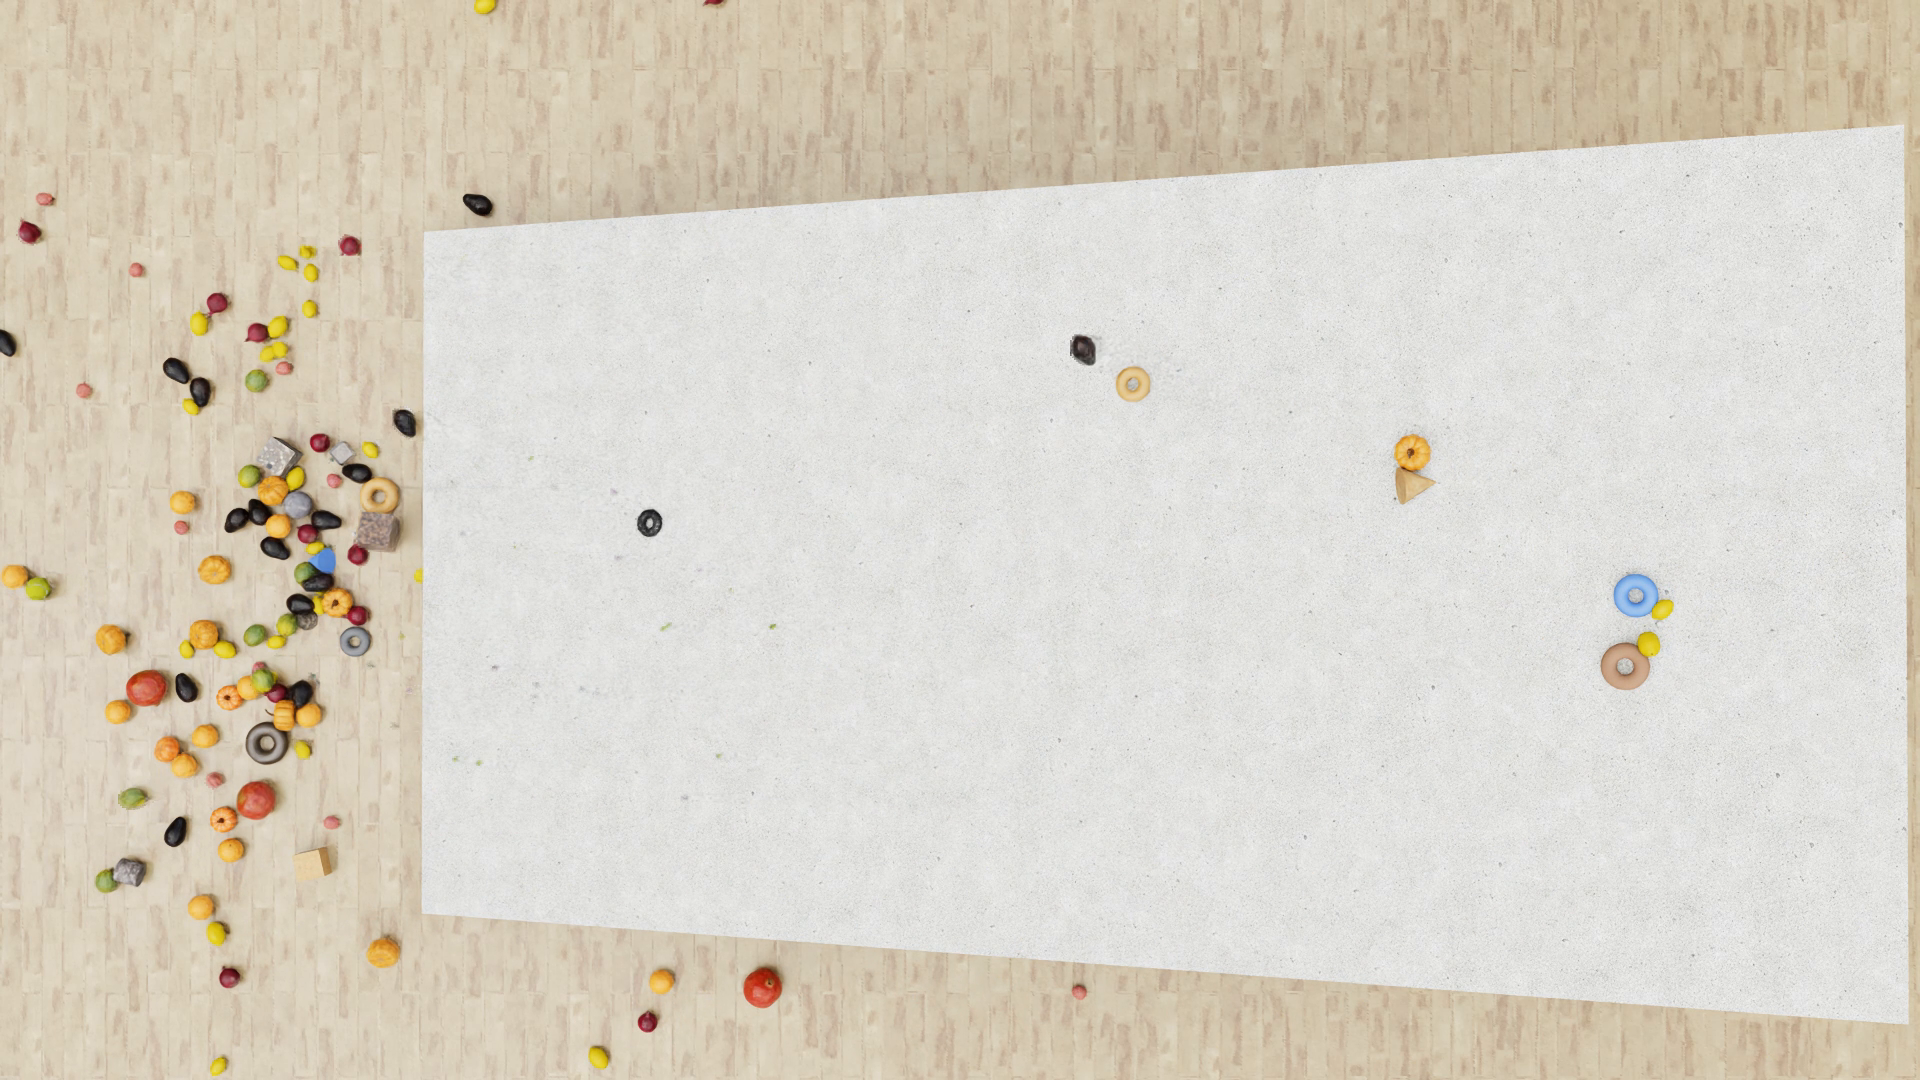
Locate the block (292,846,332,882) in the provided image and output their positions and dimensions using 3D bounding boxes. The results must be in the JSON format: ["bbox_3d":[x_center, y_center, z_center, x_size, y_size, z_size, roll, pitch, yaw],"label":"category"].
[{"bbox_3d":[-1.914,0.958,6.496,0.080,0.080,0.080,-13,89,0],"label":"block"}]

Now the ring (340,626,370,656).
[{"bbox_3d":[-1.797,0.302,6.529,0.091,0.030,0.091,0,88,-1],"label":"ring"}]

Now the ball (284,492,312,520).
[{"bbox_3d":[-1.959,-0.103,6.508,0.081,0.081,0.081,0,89,0],"label":"ball"}]

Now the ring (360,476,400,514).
[{"bbox_3d":[-1.725,-0.130,6.530,0.117,0.039,0.117,0,90,-1],"label":"ring"}]

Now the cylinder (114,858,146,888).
[{"bbox_3d":[-2.454,0.983,6.501,0.069,0.069,0.069,17,89,0],"label":"cylinder"}]

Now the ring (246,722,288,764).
[{"bbox_3d":[-2.054,0.603,6.519,0.129,0.043,0.129,0,89,1],"label":"ring"}]

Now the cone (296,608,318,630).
[{"bbox_3d":[-1.943,0.236,6.512,0.065,0.065,0.065,0,89,0],"label":"cone"}]

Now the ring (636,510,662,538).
[{"bbox_3d":[-0.867,-0.047,6.140,0.079,0.026,0.079,-1,88,24],"label":"ring"}]

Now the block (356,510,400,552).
[{"bbox_3d":[-1.714,-0.025,6.484,0.094,0.094,0.094,7,78,0],"label":"block"}]

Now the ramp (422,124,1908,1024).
[{"bbox_3d":[0.283,0.085,5.718,4.000,0.100,2.000,0,89,23],"label":"ramp"}]

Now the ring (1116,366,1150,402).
[{"bbox_3d":[0.440,-0.395,5.586,0.094,0.031,0.094,0,90,24],"label":"ring"}]

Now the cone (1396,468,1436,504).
[{"bbox_3d":[1.105,-0.135,5.294,0.091,0.091,0.091,-6,89,-4],"label":"cone"}]

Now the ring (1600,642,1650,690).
[{"bbox_3d":[1.544,0.294,5.105,0.111,0.037,0.111,-1,88,24],"label":"ring"}]

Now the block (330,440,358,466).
[{"bbox_3d":[-1.831,-0.257,6.525,0.052,0.052,0.052,-39,89,0],"label":"block"}]

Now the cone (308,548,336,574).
[{"bbox_3d":[-1.909,0.062,6.530,0.077,0.077,0.077,2,89,27],"label":"cone"}]

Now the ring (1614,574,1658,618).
[{"bbox_3d":[1.567,0.129,5.098,0.102,0.034,0.102,1,93,25],"label":"ring"}]

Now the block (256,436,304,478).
[{"bbox_3d":[-2.014,-0.246,6.509,0.084,0.084,0.084,34,89,0],"label":"block"}]
